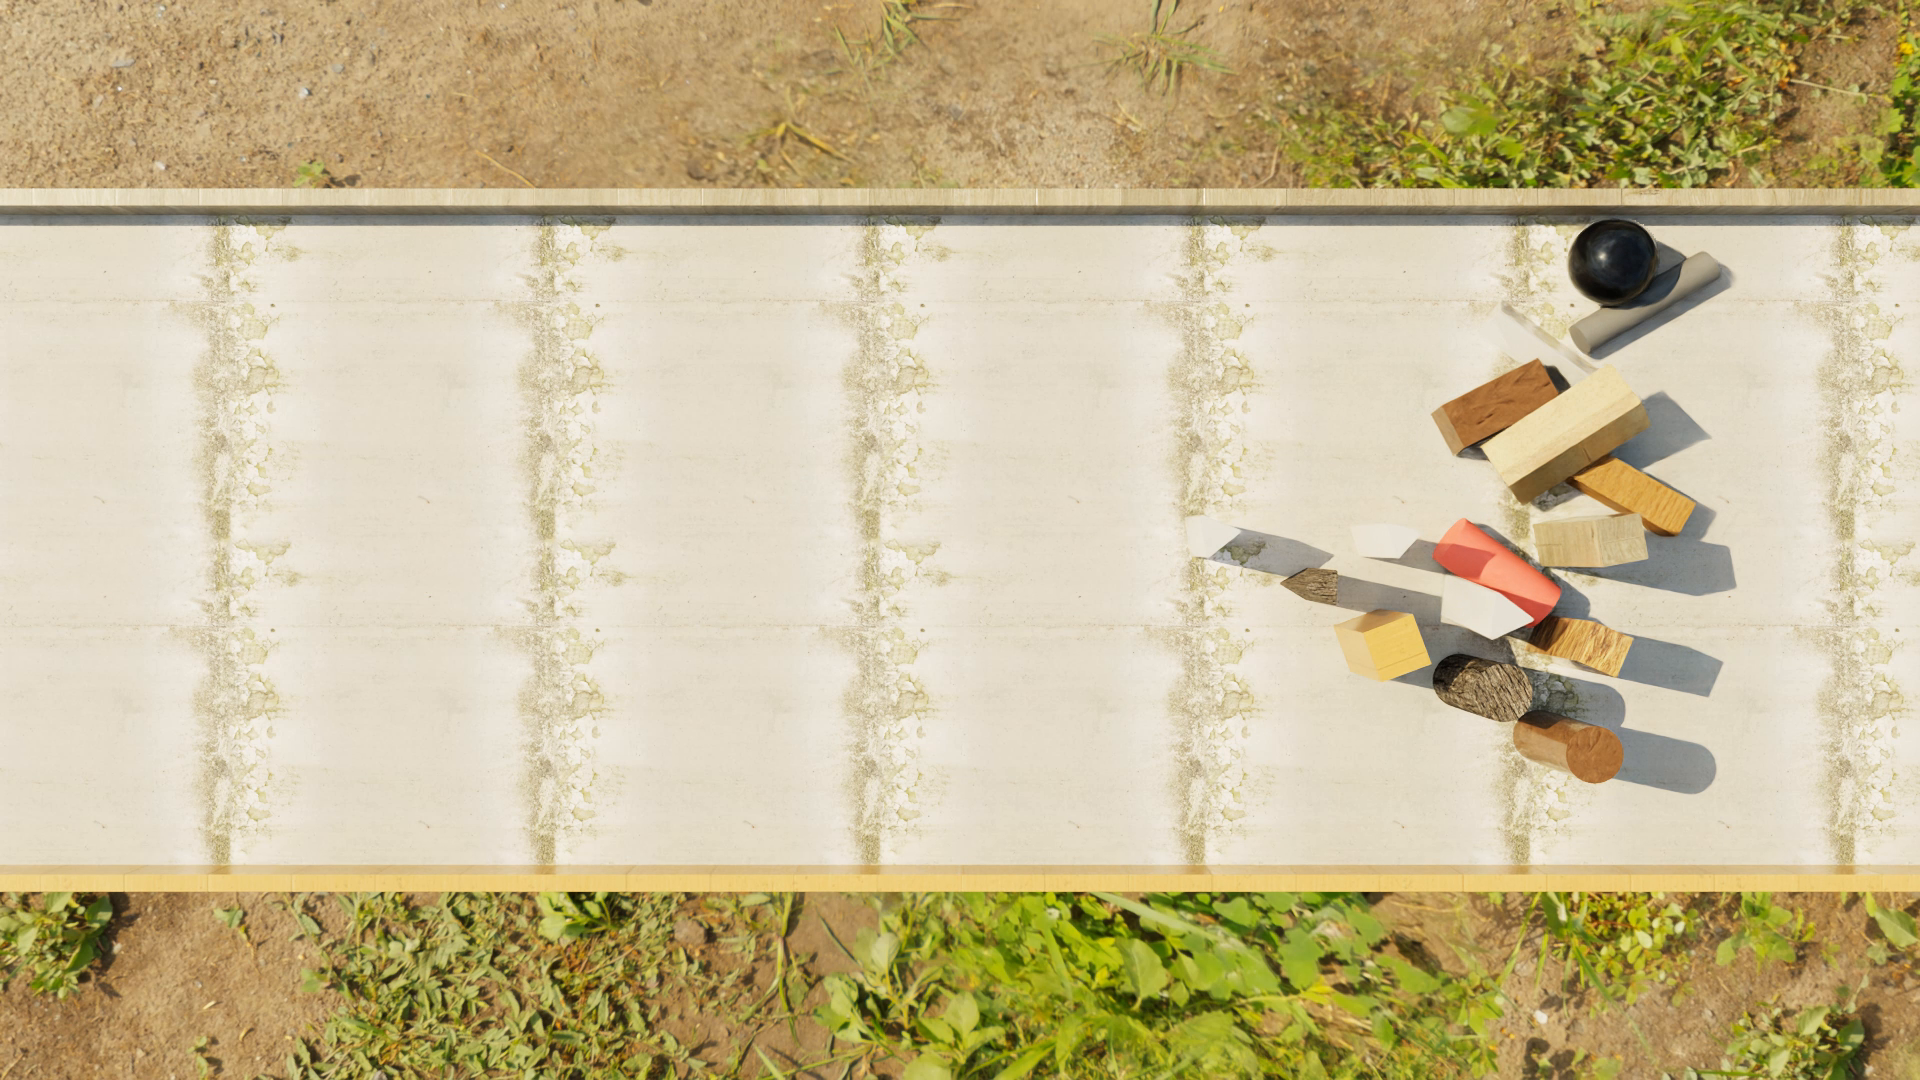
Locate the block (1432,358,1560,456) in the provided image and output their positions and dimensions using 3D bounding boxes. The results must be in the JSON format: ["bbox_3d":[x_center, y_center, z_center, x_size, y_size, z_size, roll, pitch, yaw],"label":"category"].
[{"bbox_3d":[1.621,-0.402,4.996,0.323,0.145,0.145,-26,83,0],"label":"block"}]

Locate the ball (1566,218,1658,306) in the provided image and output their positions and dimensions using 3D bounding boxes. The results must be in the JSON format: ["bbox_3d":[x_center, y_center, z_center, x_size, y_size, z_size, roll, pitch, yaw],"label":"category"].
[{"bbox_3d":[1.956,-0.834,4.948,0.256,0.256,0.256,0,90,0],"label":"ball"}]

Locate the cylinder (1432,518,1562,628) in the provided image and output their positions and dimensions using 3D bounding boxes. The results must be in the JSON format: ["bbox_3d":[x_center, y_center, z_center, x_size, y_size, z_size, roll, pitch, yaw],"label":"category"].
[{"bbox_3d":[1.626,0.100,4.999,0.354,0.156,0.156,36,90,0],"label":"cylinder"}]

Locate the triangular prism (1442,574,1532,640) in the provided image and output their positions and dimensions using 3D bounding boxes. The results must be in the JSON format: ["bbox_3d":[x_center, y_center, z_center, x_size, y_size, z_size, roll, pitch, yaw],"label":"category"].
[{"bbox_3d":[1.530,0.177,4.866,0.133,0.410,0.115,-24,97,0],"label":"triangular prism"}]

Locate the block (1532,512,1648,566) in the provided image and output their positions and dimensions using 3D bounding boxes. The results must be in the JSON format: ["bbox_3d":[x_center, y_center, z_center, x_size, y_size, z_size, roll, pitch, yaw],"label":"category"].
[{"bbox_3d":[1.849,0.002,4.856,0.132,0.434,0.132,-10,90,-4],"label":"block"}]

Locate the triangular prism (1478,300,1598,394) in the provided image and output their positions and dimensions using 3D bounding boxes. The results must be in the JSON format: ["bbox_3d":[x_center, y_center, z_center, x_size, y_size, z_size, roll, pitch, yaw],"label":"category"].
[{"bbox_3d":[1.808,-0.557,5.020,0.449,0.107,0.124,36,90,0],"label":"triangular prism"}]

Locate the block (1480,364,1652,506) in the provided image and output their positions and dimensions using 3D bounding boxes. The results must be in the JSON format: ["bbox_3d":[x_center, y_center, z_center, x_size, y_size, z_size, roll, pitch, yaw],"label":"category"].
[{"bbox_3d":[1.802,-0.311,4.907,0.434,0.163,0.163,-35,55,16],"label":"block"}]

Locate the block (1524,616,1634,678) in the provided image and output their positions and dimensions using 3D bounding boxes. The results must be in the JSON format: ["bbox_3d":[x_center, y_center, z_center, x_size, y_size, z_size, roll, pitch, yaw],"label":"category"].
[{"bbox_3d":[1.816,0.309,4.858,0.120,0.438,0.120,23,90,0],"label":"block"}]

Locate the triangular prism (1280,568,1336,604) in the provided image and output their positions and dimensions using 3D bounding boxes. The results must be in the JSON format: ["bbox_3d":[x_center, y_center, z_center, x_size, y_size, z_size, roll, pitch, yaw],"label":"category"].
[{"bbox_3d":[1.048,0.122,4.881,0.099,0.392,0.085,31,90,0],"label":"triangular prism"}]

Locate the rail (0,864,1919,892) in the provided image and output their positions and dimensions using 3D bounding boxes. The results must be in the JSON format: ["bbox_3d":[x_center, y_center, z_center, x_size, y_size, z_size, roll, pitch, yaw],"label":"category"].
[{"bbox_3d":[-2.247,1.025,5.001,12.000,0.150,0.050,0,90,0],"label":"rail"}]

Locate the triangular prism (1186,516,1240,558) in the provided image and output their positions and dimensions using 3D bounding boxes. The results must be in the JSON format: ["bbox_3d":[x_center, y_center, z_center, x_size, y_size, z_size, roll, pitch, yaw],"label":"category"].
[{"bbox_3d":[0.727,-0.029,4.913,0.123,0.328,0.107,-38,90,0],"label":"triangular prism"}]

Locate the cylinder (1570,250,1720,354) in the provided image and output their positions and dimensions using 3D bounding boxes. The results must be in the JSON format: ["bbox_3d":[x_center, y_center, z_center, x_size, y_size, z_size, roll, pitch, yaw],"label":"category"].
[{"bbox_3d":[2.085,-0.723,5.026,0.454,0.100,0.100,-30,90,0],"label":"cylinder"}]

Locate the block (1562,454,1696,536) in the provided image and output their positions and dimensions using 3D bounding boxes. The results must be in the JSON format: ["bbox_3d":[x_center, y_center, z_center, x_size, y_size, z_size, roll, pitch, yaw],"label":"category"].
[{"bbox_3d":[2.022,-0.153,5.019,0.378,0.115,0.115,30,90,0],"label":"block"}]

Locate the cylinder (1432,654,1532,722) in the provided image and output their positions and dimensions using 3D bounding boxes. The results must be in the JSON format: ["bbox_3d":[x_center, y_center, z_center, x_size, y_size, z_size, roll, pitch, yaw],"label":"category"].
[{"bbox_3d":[1.538,0.433,4.871,0.166,0.411,0.166,0,90,0],"label":"cylinder"}]

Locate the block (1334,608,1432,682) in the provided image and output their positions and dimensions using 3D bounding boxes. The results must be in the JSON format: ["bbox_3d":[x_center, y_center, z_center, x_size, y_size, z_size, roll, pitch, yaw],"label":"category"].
[{"bbox_3d":[1.246,0.309,4.887,0.151,0.378,0.151,-21,90,0],"label":"block"}]

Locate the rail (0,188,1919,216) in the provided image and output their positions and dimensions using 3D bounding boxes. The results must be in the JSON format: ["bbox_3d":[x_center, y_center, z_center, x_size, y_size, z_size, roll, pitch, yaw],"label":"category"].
[{"bbox_3d":[-2.247,-1.025,5.002,12.000,0.150,0.050,0,90,0],"label":"rail"}]

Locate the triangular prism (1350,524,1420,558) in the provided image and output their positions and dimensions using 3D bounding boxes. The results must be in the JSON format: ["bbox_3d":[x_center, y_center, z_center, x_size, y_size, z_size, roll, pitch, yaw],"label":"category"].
[{"bbox_3d":[1.233,-0.016,4.857,0.088,0.440,0.102,42,90,0],"label":"triangular prism"}]

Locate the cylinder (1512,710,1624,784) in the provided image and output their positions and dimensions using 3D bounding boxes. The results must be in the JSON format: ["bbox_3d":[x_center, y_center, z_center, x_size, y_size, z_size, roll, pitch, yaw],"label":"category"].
[{"bbox_3d":[1.782,0.603,4.854,0.162,0.446,0.162,0,90,0],"label":"cylinder"}]
